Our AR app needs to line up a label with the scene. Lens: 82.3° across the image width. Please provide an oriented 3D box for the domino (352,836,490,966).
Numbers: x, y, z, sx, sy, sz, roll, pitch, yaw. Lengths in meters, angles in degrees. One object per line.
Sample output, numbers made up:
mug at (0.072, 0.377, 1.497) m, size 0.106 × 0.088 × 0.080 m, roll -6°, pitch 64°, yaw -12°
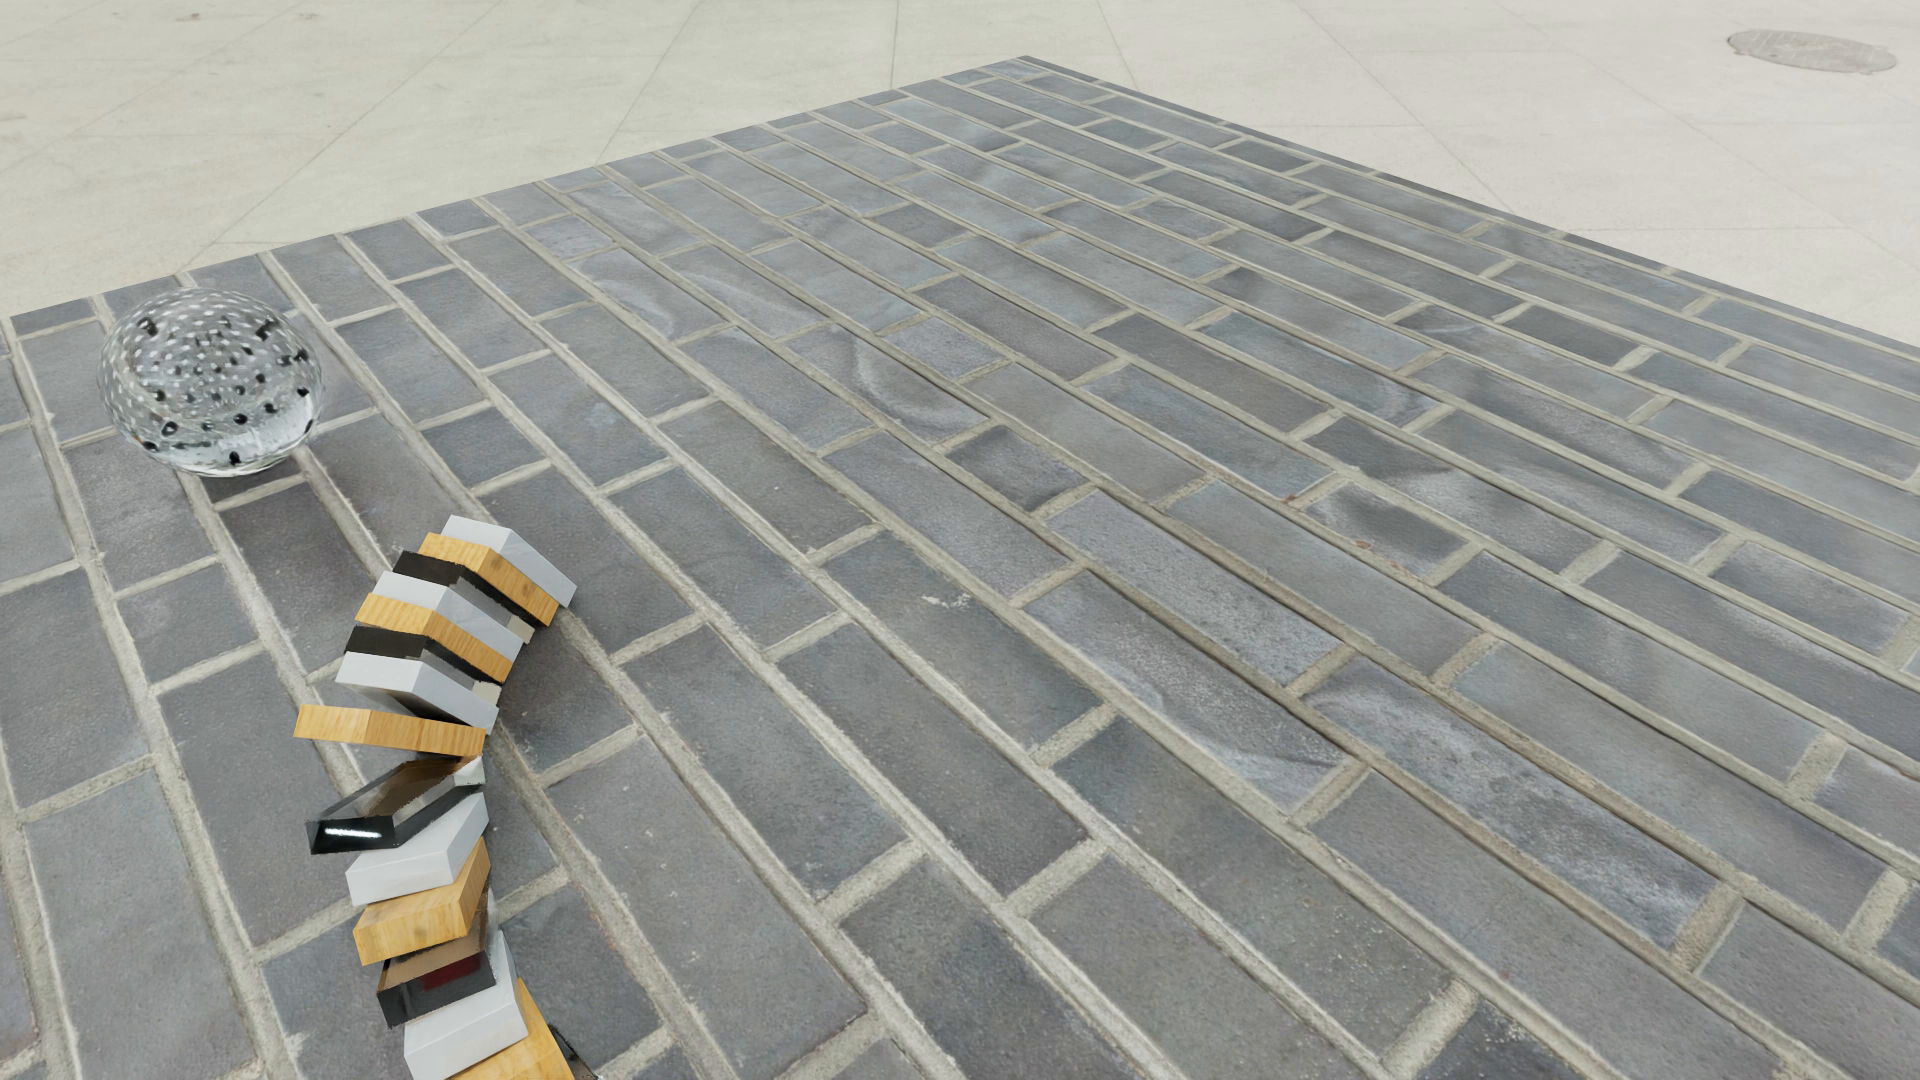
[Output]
domino at (-0.147, 0.098, 0.303) m, size 0.025 × 0.009 × 0.050 m, roll -13°, pitch 8°, yaw -15°

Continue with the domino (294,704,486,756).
domino at (-0.174, 0.059, 0.339) m, size 0.025 × 0.050 × 0.009 m, roll 2°, pitch 75°, yaw 16°

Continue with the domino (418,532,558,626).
domino at (-0.168, 0.015, 0.394) m, size 0.025 × 0.050 × 0.009 m, roll 12°, pitch 67°, yaw 15°

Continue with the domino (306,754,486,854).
domino at (-0.166, 0.078, 0.327) m, size 0.025 × 0.010 × 0.050 m, roll -5°, pitch 7°, yaw 4°

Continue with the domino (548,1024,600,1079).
domino at (-0.099, 0.134, 0.259) m, size 0.025 × 0.010 × 0.050 m, roll -31°, pitch 16°, yaw -32°

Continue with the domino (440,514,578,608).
domino at (-0.164, 0.009, 0.402) m, size 0.025 × 0.050 × 0.009 m, roll 12°, pitch 67°, yaw 15°

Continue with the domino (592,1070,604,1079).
domino at (-0.083, 0.141, 0.251) m, size 0.050 × 0.010 × 0.025 m, roll -6°, pitch 25°, yaw 49°

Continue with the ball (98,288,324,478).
ball at (-0.317, -0.067, 0.469) m, size 0.080 × 0.080 × 0.080 m, roll 0°, pitch 39°, yaw 0°

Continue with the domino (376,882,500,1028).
domino at (-0.137, 0.108, 0.291) m, size 0.025 × 0.009 × 0.050 m, roll -18°, pitch 9°, yaw -20°

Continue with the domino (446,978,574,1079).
domino at (-0.113, 0.126, 0.269) m, size 0.025 × 0.009 × 0.050 m, roll -27°, pitch 13°, yaw -29°

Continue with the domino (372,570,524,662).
domino at (-0.175, 0.027, 0.379) m, size 0.025 × 0.050 × 0.009 m, roll 12°, pitch 67°, yaw 15°

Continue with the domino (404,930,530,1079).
domino at (-0.126, 0.118, 0.279) m, size 0.025 × 0.010 × 0.050 m, roll -22°, pitch 11°, yaw -24°

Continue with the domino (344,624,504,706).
domino at (-0.174, 0.043, 0.360) m, size 0.025 × 0.050 × 0.010 m, roll 7°, pitch 66°, yaw 8°

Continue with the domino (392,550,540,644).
domino at (-0.173, 0.021, 0.387) m, size 0.025 × 0.050 × 0.010 m, roll 12°, pitch 67°, yaw 15°

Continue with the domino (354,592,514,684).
domino at (-0.176, 0.034, 0.370) m, size 0.025 × 0.050 × 0.010 m, roll 12°, pitch 67°, yaw 15°

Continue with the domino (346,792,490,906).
domino at (-0.154, 0.088, 0.316) m, size 0.025 × 0.009 × 0.050 m, roll -10°, pitch 7°, yaw -12°

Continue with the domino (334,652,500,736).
domino at (-0.172, 0.050, 0.351) m, size 0.025 × 0.050 × 0.010 m, roll 6°, pitch 66°, yaw 8°
